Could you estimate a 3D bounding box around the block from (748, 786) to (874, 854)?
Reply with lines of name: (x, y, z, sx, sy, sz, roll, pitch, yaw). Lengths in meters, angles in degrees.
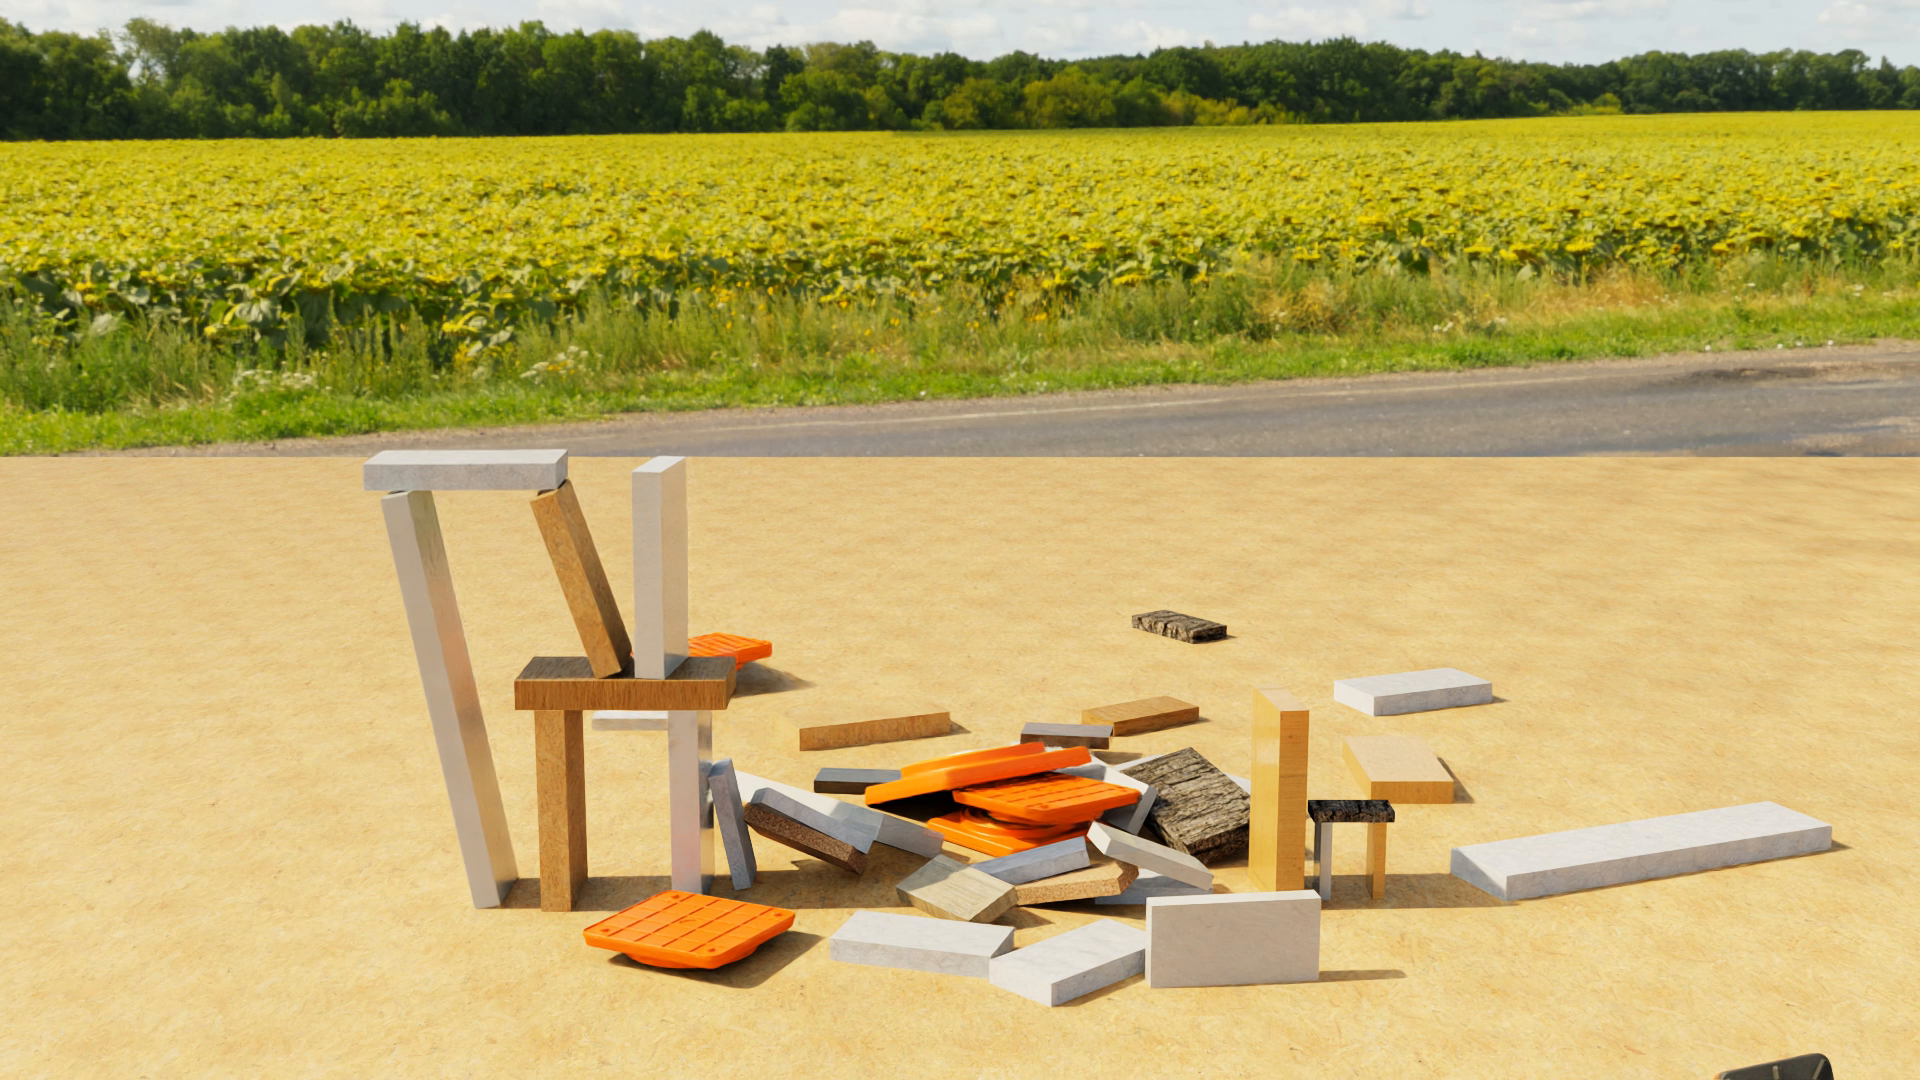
block: (-0.253, 0.478, 3.727, 0.201, 0.028, 0.100, 28, -16, -12)

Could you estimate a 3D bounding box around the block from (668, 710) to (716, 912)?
block: (-0.443, 0.423, 3.639, 0.048, 0.338, 0.169, 0, 11, 1)

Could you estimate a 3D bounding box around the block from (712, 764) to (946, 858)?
block: (-0.264, 0.480, 3.942, 0.494, 0.048, 0.168, 10, -12, 42)

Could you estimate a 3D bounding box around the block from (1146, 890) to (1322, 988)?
block: (0.408, 0.596, 3.285, 0.257, 0.129, 0.036, -1, 11, -7)

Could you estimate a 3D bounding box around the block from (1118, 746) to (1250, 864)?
block: (0.416, 0.477, 3.959, 0.168, 0.048, 0.337, -17, 20, -15)

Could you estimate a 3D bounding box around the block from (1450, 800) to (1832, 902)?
block: (1.191, 0.538, 3.830, 0.697, 0.044, 0.156, -4, 11, -22)

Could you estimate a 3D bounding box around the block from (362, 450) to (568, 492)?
block: (-0.801, -0.114, 3.579, 0.304, 0.043, 0.152, 0, 11, -2)

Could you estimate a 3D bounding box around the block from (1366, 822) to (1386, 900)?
block: (0.692, 0.524, 3.659, 0.019, 0.133, 0.067, 0, 11, 0)

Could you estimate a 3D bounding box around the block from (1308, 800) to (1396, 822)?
block: (0.648, 0.449, 3.645, 0.133, 0.019, 0.067, 0, 11, 0)

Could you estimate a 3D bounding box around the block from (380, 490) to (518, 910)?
block: (-0.833, 0.252, 3.607, 0.043, 0.691, 0.152, -10, 10, 2)

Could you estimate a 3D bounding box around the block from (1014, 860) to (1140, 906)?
block: (0.187, 0.563, 3.613, 0.194, 0.028, 0.097, -10, 6, 24)

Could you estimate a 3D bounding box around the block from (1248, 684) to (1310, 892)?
block: (0.526, 0.424, 3.641, 0.048, 0.337, 0.168, -1, 11, -7)

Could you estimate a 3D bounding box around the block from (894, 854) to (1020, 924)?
block: (-0.006, 0.575, 3.576, 0.100, 0.028, 0.201, -33, 26, -28)

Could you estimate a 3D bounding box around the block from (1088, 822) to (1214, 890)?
block: (0.313, 0.520, 3.619, 0.194, 0.028, 0.097, 21, 5, -16)

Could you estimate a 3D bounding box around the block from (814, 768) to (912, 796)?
block: (-0.187, 0.468, 4.257, 0.179, 0.025, 0.090, 1, 11, 7)

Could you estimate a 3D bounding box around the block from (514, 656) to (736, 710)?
block: (-0.544, 0.234, 3.602, 0.338, 0.048, 0.169, 0, 11, 0)

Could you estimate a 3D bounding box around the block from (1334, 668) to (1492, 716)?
block: (1.011, 0.338, 4.907, 0.312, 0.044, 0.156, -4, 11, -23)

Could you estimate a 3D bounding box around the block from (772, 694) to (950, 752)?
block: (-0.209, 0.384, 4.650, 0.337, 0.048, 0.168, -5, 11, -23)

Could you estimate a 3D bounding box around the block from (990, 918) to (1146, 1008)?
block: (0.181, 0.636, 3.322, 0.257, 0.036, 0.129, -10, 14, -43)

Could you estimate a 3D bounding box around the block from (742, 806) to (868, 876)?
block: (-0.264, 0.512, 3.747, 0.201, 0.028, 0.100, 19, -17, 19)

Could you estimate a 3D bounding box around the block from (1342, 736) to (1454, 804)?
block: (0.854, 0.449, 4.308, 0.156, 0.044, 0.312, 0, 11, 0)

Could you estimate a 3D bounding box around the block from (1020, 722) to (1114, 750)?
block: (0.217, 0.397, 4.459, 0.179, 0.025, 0.090, 2, 11, 9)

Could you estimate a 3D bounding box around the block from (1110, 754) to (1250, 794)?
block: (0.439, 0.477, 4.147, 0.168, 0.048, 0.337, -9, 14, -41)

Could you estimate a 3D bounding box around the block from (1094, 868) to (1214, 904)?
block: (0.319, 0.577, 3.664, 0.194, 0.028, 0.097, 0, 11, 0)

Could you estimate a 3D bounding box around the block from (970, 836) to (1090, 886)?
block: (0.116, 0.544, 3.676, 0.201, 0.028, 0.100, -15, 5, 2)

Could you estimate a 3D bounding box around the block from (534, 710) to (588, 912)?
block: (-0.658, 0.424, 3.635, 0.048, 0.338, 0.169, 0, 11, 0)

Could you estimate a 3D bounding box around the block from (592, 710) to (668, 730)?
block: (-0.680, 0.382, 4.713, 0.201, 0.028, 0.100, 0, 11, -1)

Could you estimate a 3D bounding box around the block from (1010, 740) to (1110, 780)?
block: (0.197, 0.441, 4.380, 0.115, 0.033, 0.230, -4, 11, -20)

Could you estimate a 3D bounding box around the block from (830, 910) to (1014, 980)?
block: (-0.058, 0.623, 3.392, 0.257, 0.036, 0.129, 3, 11, 17)

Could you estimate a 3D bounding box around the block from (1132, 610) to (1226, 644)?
block: (0.555, 0.219, 5.576, 0.115, 0.033, 0.230, -8, 13, -36)

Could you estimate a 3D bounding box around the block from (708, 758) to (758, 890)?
block: (-0.383, 0.479, 3.714, 0.028, 0.201, 0.100, -11, 10, 3)

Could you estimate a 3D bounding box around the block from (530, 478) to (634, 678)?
block: (-0.613, 0.061, 3.574, 0.043, 0.304, 0.152, -18, 10, 2)

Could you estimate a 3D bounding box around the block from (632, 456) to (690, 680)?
block: (-0.486, 0.043, 3.576, 0.048, 0.337, 0.168, 2, 11, 6)

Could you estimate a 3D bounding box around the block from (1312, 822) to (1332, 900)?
block: (0.603, 0.524, 3.659, 0.019, 0.133, 0.067, 0, 11, 0)

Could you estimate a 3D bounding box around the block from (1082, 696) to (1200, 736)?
block: (0.387, 0.378, 4.723, 0.230, 0.033, 0.115, -7, 13, -33)

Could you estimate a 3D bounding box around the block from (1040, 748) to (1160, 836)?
block: (0.254, 0.462, 4.065, 0.025, 0.090, 0.341, 30, -6, -25)
